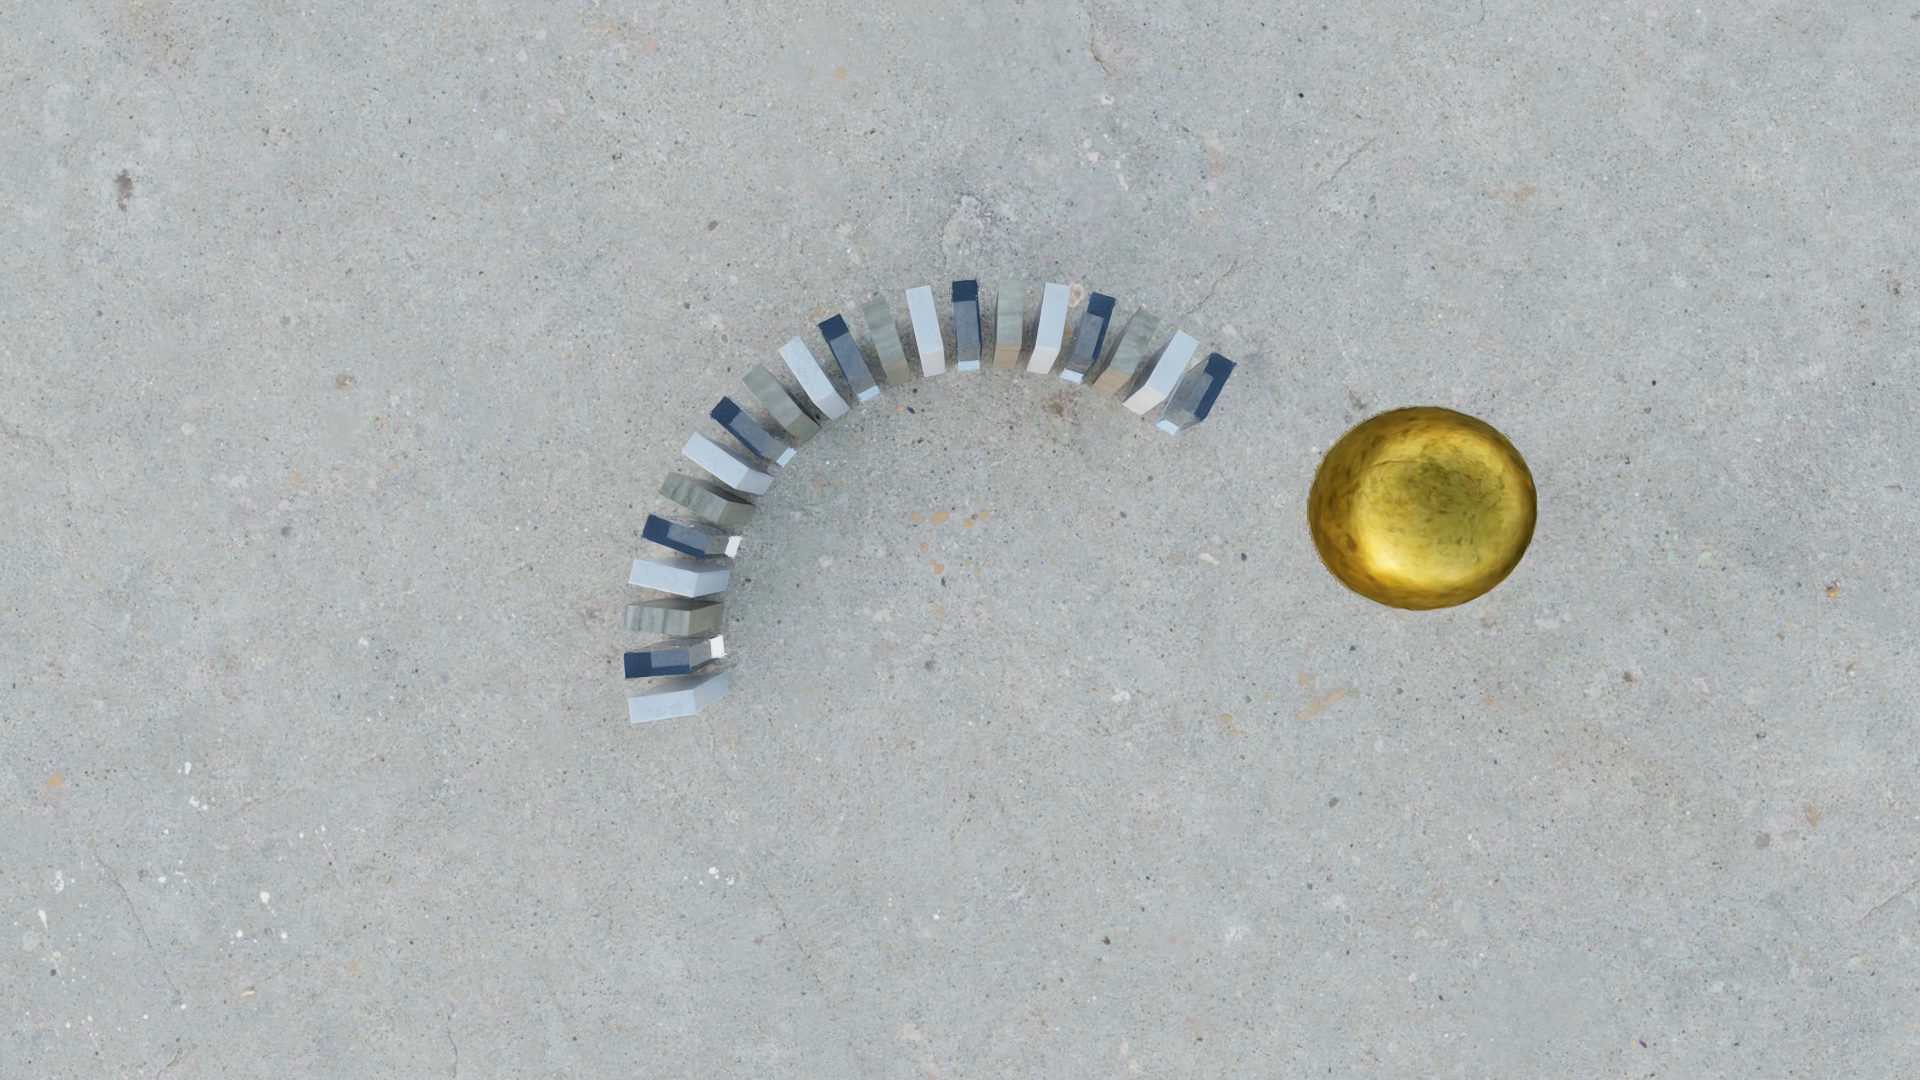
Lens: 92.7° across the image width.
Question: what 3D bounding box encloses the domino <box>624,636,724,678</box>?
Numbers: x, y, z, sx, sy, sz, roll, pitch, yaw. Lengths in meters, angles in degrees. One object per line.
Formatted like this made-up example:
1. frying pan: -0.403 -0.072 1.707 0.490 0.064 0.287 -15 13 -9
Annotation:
1. domino: -0.116 0.047 0.375 0.025 0.050 0.009 -5 90 0

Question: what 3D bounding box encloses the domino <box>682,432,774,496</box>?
1. domino: -0.094 -0.030 0.375 0.025 0.050 0.010 35 90 0

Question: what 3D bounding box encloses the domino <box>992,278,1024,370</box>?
1. domino: 0.019 -0.087 0.375 0.009 0.050 0.025 2 90 0

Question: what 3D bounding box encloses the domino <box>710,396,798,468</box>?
1. domino: -0.083 -0.043 0.375 0.025 0.050 0.009 41 90 0

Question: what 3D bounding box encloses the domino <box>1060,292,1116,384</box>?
1. domino: 0.052 -0.082 0.375 0.009 0.050 0.025 17 90 0

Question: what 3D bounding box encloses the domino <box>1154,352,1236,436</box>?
1. domino: 0.095 -0.059 0.375 0.009 0.050 0.025 29 90 0

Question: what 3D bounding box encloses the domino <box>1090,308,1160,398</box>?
1. domino: 0.067 -0.075 0.375 0.009 0.050 0.025 27 90 0

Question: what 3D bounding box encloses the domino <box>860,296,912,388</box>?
1. domino: -0.029 -0.080 0.375 0.010 0.050 0.025 -19 90 0

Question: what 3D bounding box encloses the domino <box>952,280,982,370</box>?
1. domino: 0.003 -0.087 0.375 0.010 0.050 0.025 -5 90 0

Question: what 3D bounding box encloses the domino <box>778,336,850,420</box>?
1. domino: -0.059 -0.065 0.375 0.010 0.050 0.025 -34 90 0

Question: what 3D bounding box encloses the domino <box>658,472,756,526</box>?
1. domino: -0.102 -0.016 0.375 0.025 0.050 0.009 27 90 0

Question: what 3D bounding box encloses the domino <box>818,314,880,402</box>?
1. domino: -0.044 -0.073 0.375 0.010 0.050 0.025 -27 90 0

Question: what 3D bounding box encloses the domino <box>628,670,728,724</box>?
1. domino: -0.114 0.064 0.375 0.025 0.050 0.009 -8 90 0

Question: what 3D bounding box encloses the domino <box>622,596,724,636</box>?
1. domino: -0.116 0.031 0.375 0.025 0.050 0.010 6 90 0

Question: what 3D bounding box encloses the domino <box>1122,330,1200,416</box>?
1. domino: 0.081 -0.067 0.375 0.010 0.050 0.025 31 90 0

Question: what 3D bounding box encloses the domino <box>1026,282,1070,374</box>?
1. domino: 0.036 -0.085 0.375 0.009 0.050 0.025 9 90 0

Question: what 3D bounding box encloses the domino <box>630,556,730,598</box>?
1. domino: -0.113 0.015 0.375 0.025 0.050 0.010 13 90 0

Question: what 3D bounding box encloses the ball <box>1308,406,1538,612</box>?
1. ball: 0.180 -0.012 0.360 0.080 0.080 0.080 0 90 0

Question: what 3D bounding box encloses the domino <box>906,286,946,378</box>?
1. domino: -0.013 -0.084 0.375 0.009 0.050 0.025 -12 90 0

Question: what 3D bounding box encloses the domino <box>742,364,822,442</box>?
1. domino: -0.072 -0.055 0.375 0.009 0.050 0.025 -41 90 0

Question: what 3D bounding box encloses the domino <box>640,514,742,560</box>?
1. domino: -0.109 -0.001 0.375 0.025 0.050 0.010 20 90 0
